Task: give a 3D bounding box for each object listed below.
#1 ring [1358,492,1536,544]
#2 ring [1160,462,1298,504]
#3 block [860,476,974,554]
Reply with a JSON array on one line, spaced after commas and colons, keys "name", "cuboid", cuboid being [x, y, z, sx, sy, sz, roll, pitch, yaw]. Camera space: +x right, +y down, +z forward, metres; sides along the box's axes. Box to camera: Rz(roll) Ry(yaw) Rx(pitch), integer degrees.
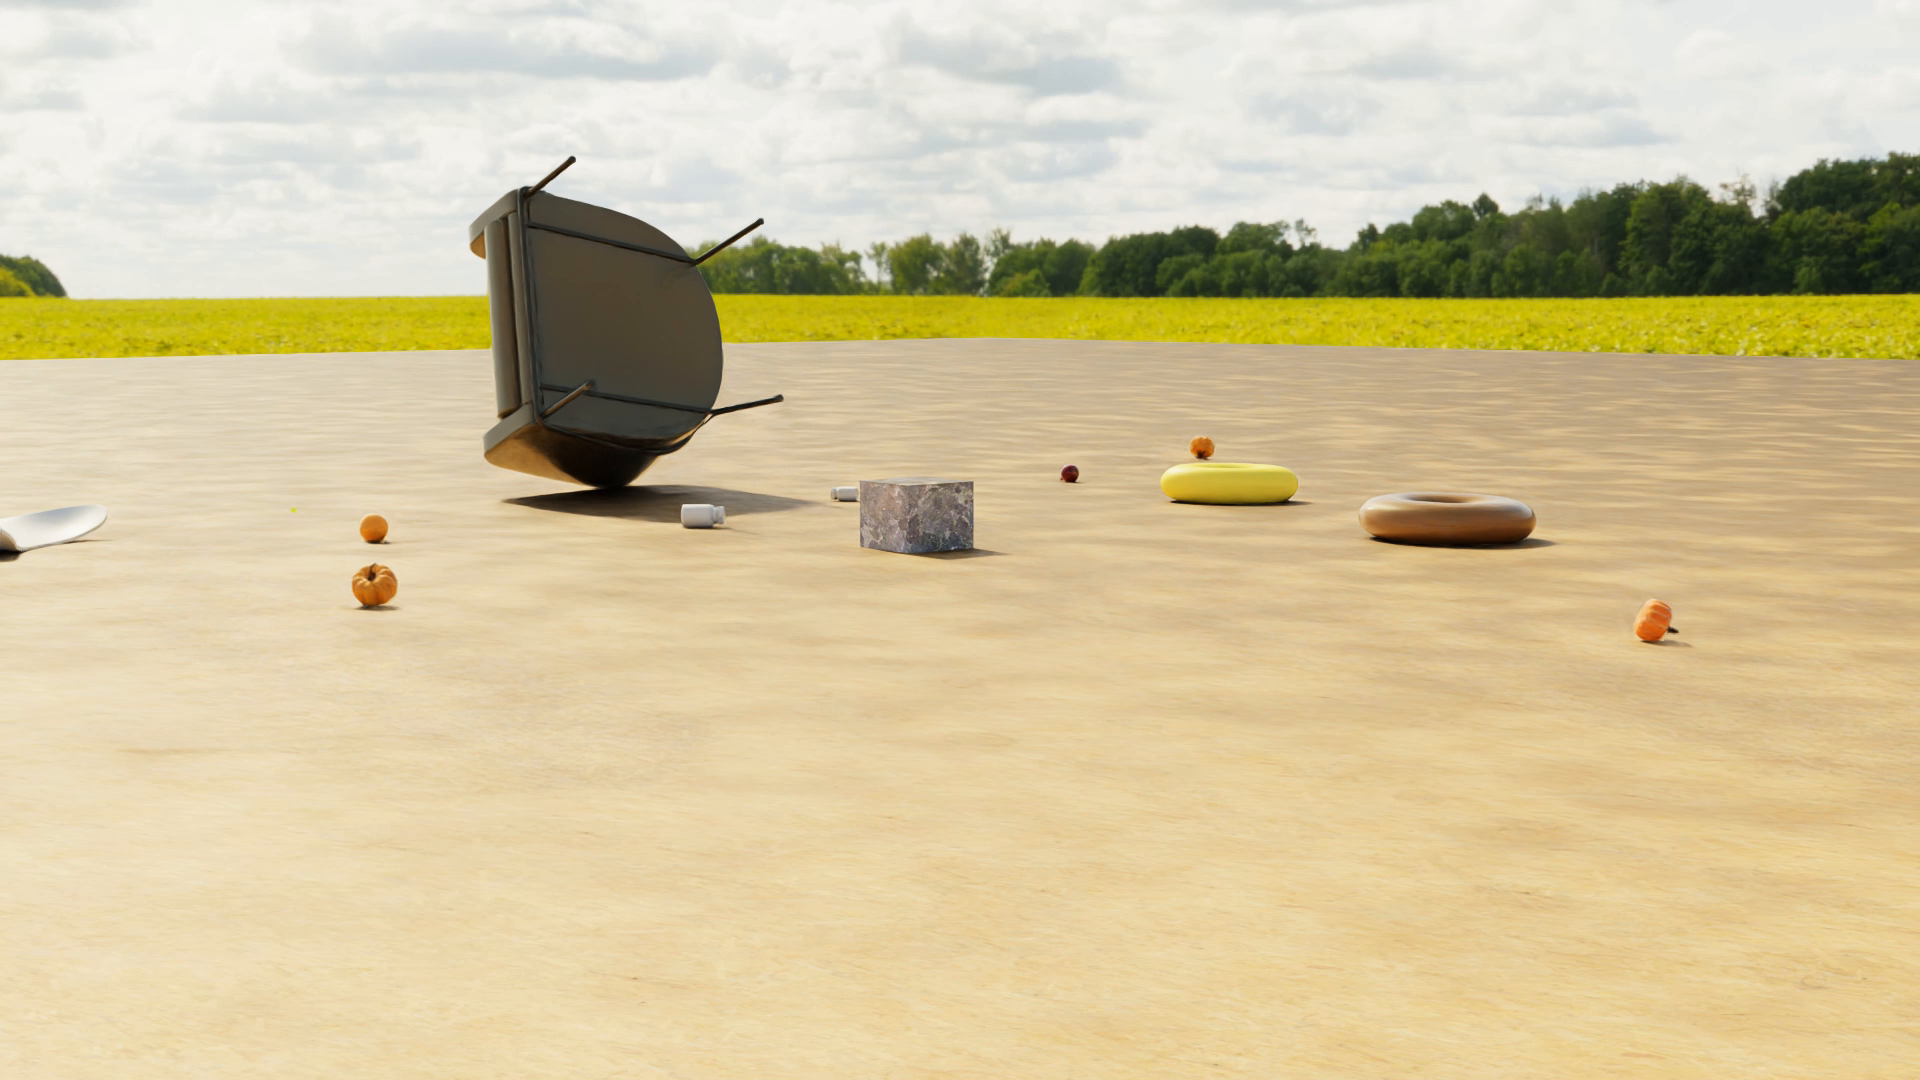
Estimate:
[{"name": "ring", "cuboid": [1.220, -0.054, 6.431, 0.441, 0.105, 0.373, 3, 7, 17]}, {"name": "ring", "cuboid": [0.789, -0.166, 7.516, 0.405, 0.105, 0.235, 1, 7, 0]}, {"name": "block", "cuboid": [-0.105, -0.063, 6.231, 0.200, 0.162, 0.193, -5, 8, -39]}]
